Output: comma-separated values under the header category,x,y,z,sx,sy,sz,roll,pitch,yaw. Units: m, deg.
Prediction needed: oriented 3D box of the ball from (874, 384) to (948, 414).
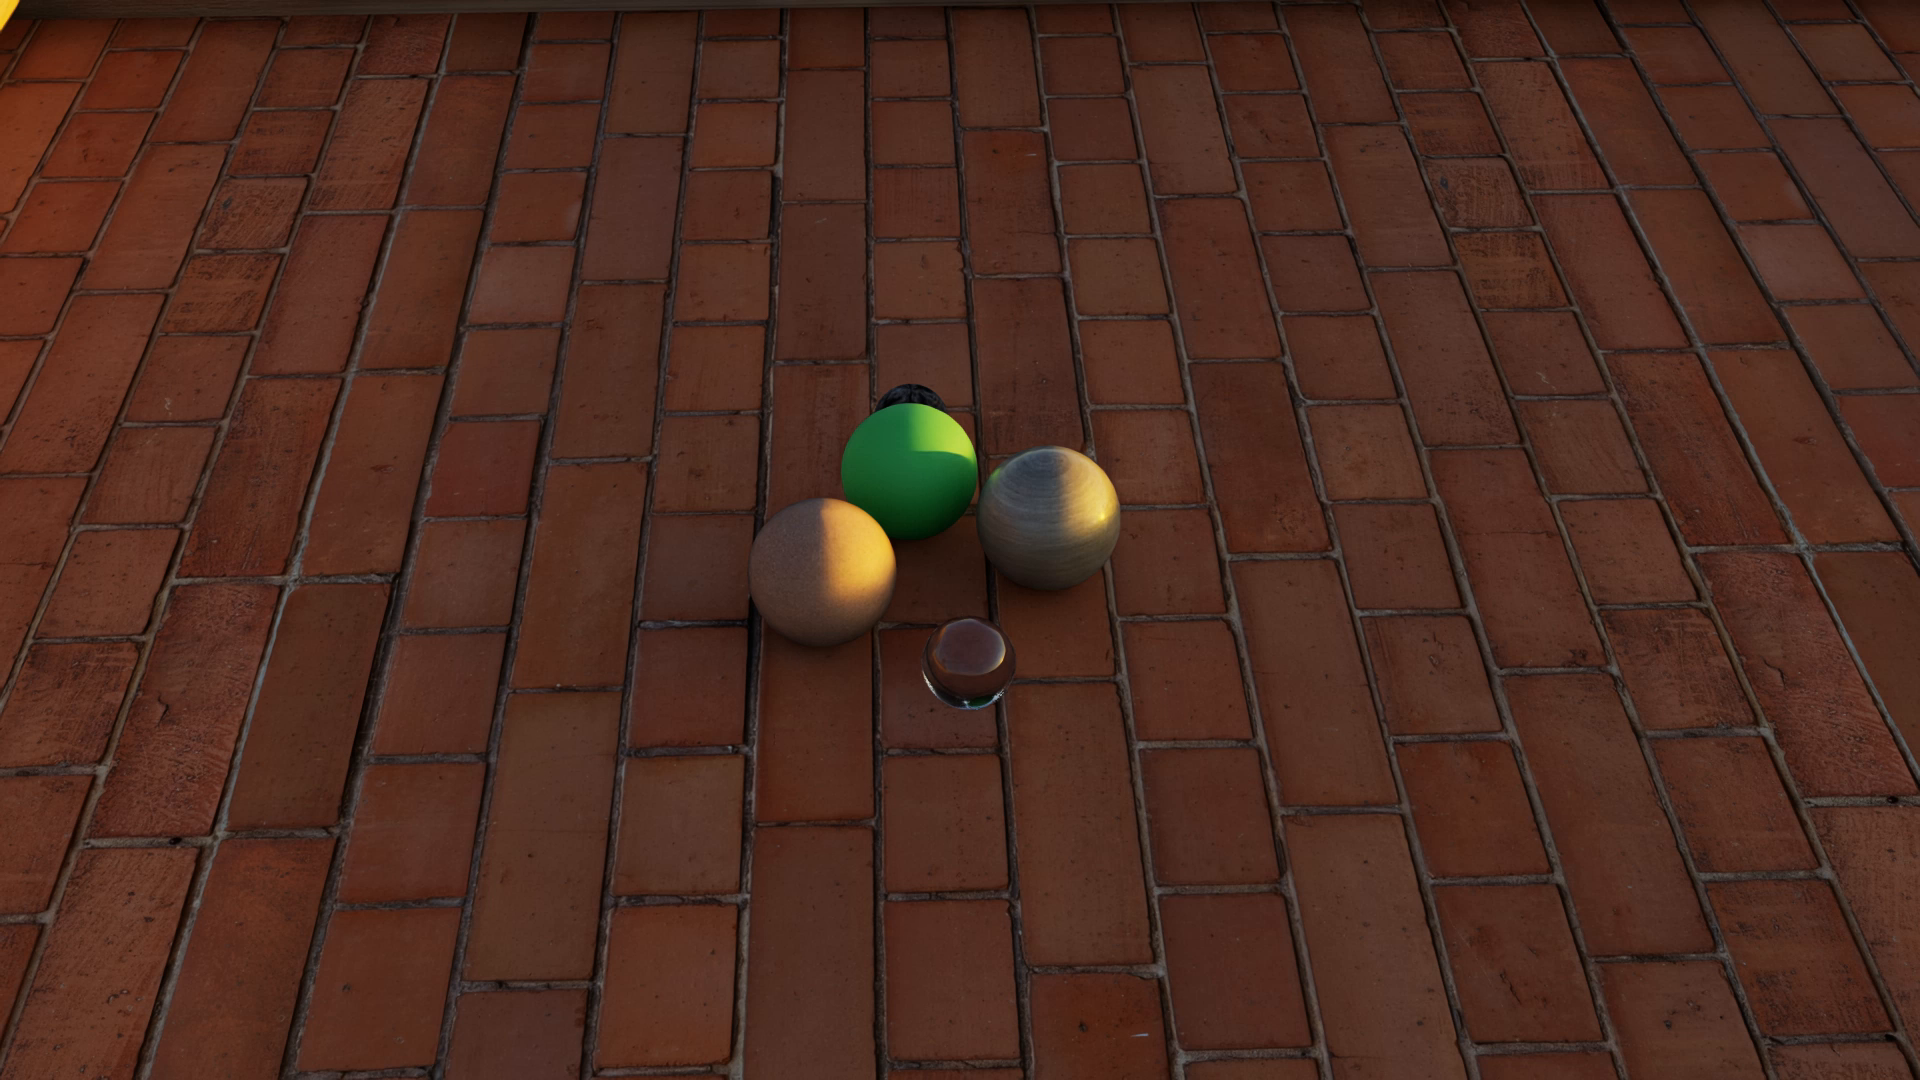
category,x,y,z,sx,sy,sz,roll,pitch,yaw
ball,-0.034,-0.082,1.785,0.053,0.053,0.053,0,36,0

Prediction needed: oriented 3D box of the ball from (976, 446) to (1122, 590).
category,x,y,z,sx,sy,sz,roll,pitch,yaw
ball,0.057,-0.014,1.656,0.094,0.094,0.094,0,36,0

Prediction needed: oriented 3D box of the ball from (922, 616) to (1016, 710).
category,x,y,z,sx,sy,sz,roll,pitch,yaw
ball,0.005,0.075,1.564,0.057,0.057,0.057,0,36,0

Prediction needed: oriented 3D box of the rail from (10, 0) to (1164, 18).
category,x,y,z,sx,sy,sz,roll,pitch,yaw
rail,0.822,-0.556,2.378,3.414,0.122,0.045,-1,36,-2

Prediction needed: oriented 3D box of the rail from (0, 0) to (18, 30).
category,x,y,z,sx,sy,sz,roll,pitch,yaw
rail,-0.829,-0.001,1.613,0.045,0.122,1.821,-1,36,-2

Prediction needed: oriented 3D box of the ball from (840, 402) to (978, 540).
category,x,y,z,sx,sy,sz,roll,pitch,yaw
ball,-0.033,-0.045,1.701,0.091,0.091,0.091,0,36,0

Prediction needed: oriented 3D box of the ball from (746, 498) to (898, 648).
category,x,y,z,sx,sy,sz,roll,pitch,yaw
ball,-0.086,0.020,1.608,0.094,0.094,0.094,0,36,0
